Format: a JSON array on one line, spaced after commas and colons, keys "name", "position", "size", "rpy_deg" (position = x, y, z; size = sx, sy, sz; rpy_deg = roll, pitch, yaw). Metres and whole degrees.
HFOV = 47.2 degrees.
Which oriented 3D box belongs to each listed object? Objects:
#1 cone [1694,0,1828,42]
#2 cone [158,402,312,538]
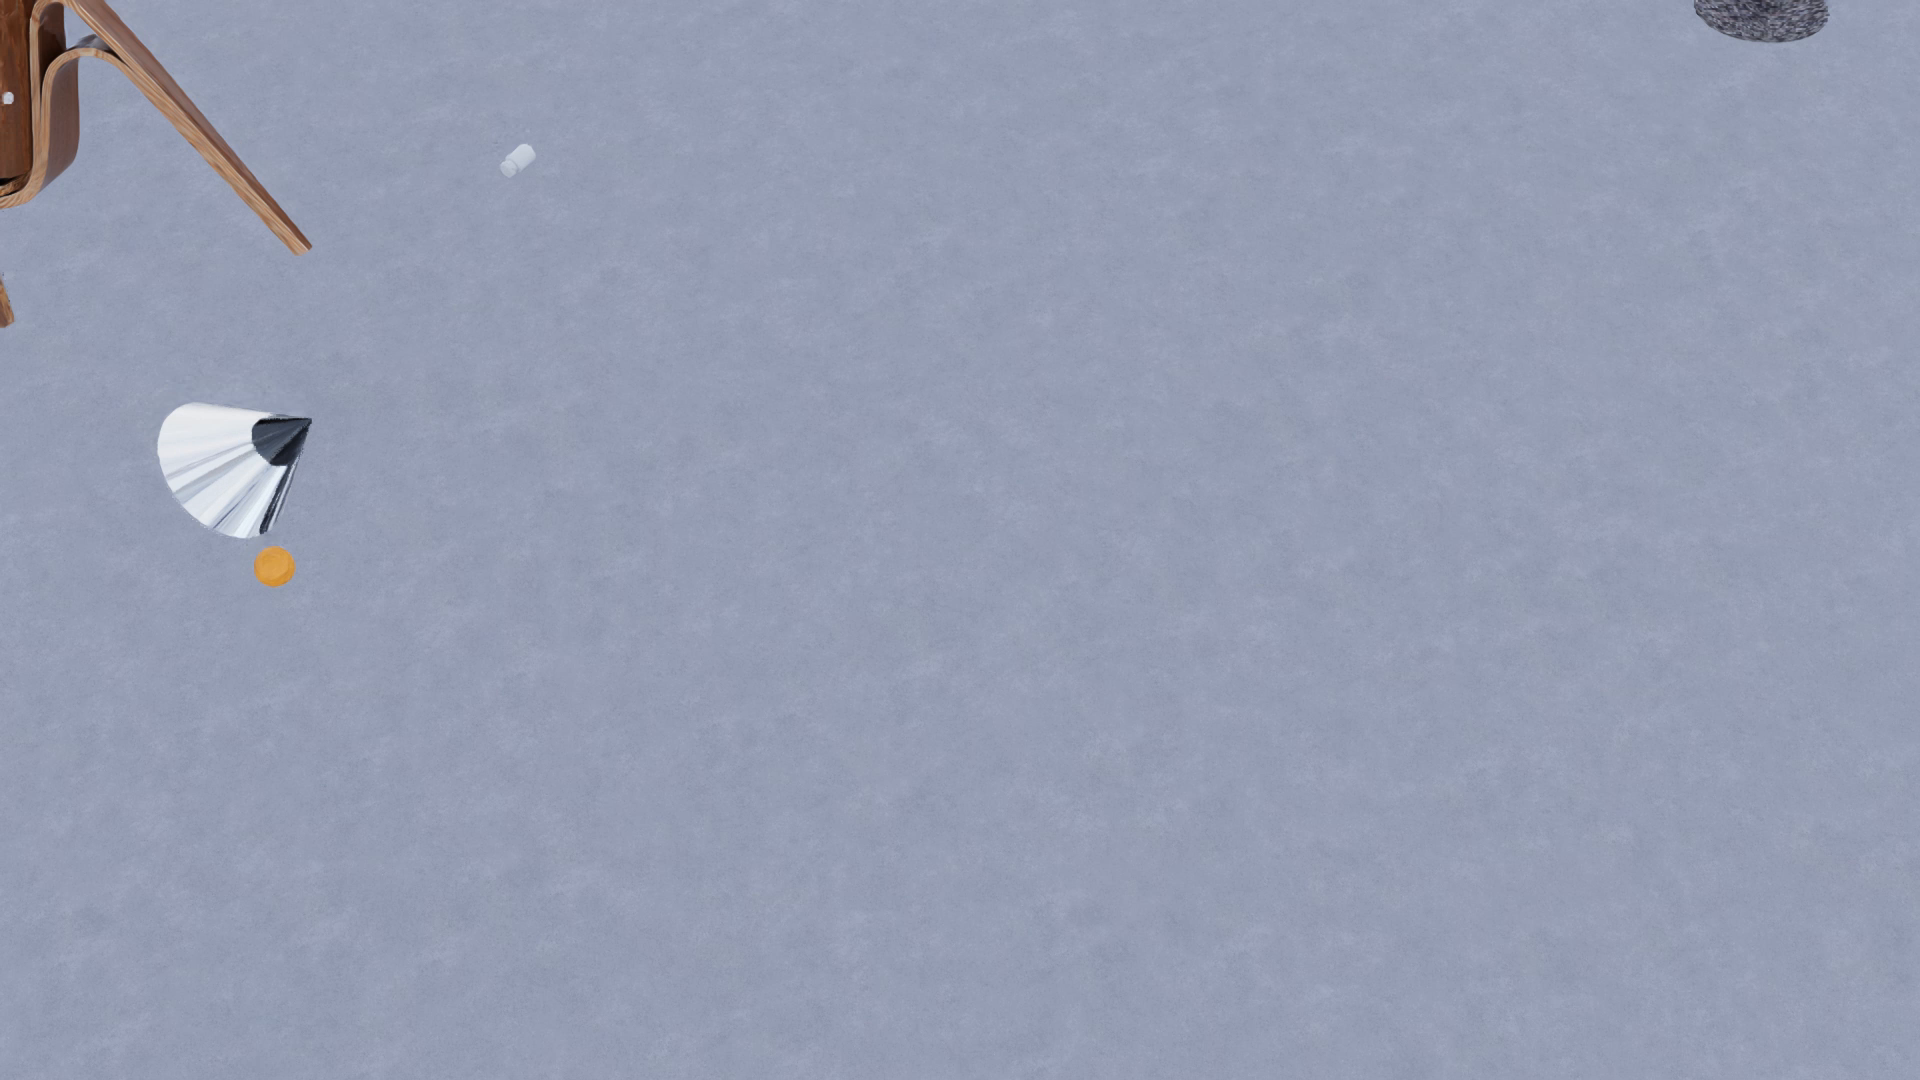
[{"name": "cone", "position": [1.601, -1.063, 4.336], "size": [0.260, 0.130, 0.145], "rpy_deg": [16, 33, 31]}, {"name": "cone", "position": [-1.110, -0.153, 3.526], "size": [0.223, 0.248, 0.230], "rpy_deg": [-23, 46, 30]}]
